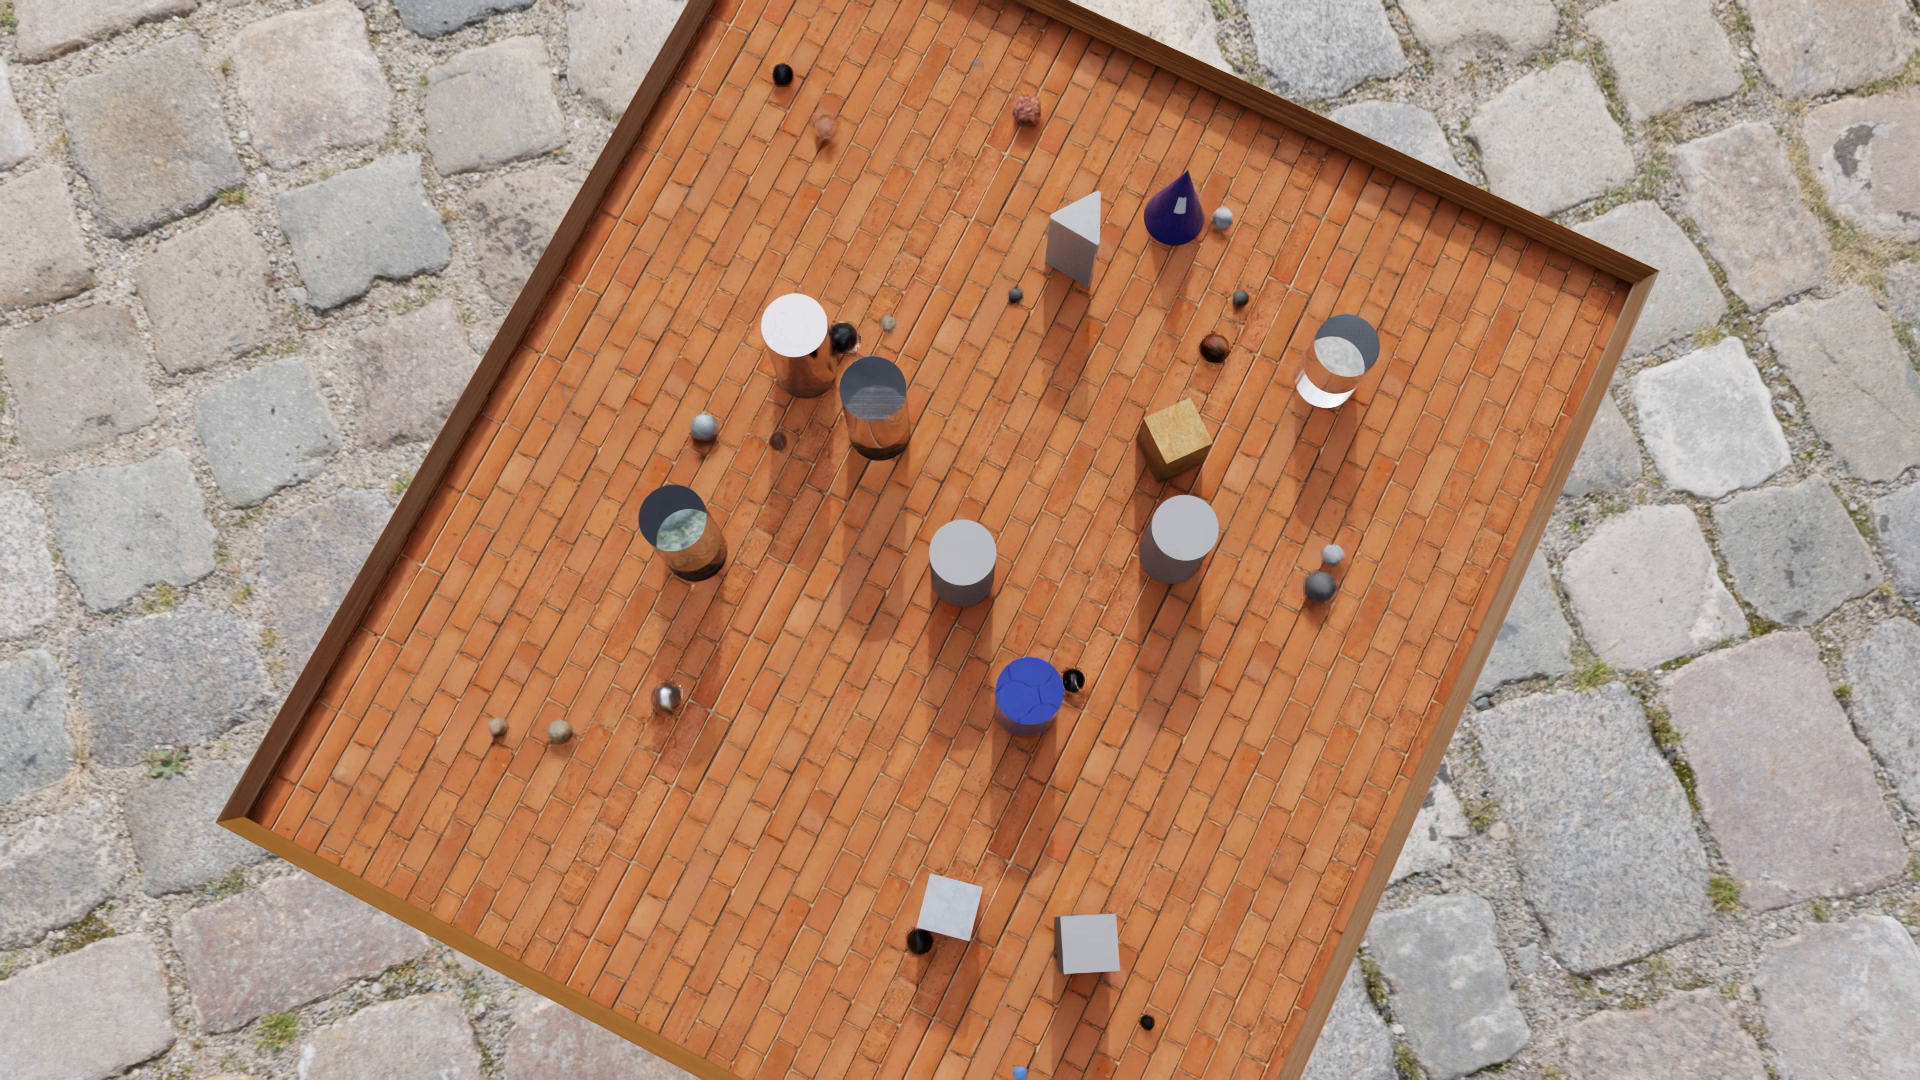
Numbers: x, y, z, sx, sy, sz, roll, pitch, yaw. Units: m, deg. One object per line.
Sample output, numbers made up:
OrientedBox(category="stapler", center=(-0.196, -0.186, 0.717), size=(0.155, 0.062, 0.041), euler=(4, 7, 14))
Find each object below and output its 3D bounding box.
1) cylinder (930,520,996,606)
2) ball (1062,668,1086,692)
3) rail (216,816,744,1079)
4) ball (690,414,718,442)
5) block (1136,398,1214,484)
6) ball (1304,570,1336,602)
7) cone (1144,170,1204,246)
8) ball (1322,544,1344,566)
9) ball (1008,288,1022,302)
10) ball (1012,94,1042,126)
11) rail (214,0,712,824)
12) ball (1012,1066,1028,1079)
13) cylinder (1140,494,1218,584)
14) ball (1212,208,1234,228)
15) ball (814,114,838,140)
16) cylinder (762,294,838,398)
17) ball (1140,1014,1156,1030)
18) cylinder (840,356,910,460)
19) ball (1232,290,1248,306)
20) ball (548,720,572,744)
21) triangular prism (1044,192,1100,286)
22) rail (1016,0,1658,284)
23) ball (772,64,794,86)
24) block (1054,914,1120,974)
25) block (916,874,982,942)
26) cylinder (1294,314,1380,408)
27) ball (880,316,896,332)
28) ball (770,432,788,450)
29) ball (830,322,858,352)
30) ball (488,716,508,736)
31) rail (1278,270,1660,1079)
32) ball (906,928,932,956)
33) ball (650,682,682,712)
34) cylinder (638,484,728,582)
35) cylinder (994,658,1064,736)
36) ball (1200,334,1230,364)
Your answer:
OrientedBox(category="cylinder", center=(0.008, 0.072, 5.419), size=(0.193, 0.358, 0.193), euler=(0, 78, 0))
OrientedBox(category="ball", center=(0.340, 0.421, 5.492), size=(0.073, 0.073, 0.073), euler=(0, 78, 0))
OrientedBox(category="rail", center=(-0.760, 1.495, 5.242), size=(3.114, 0.125, 0.045), euler=(26, 80, 5))
OrientedBox(category="ball", center=(-0.789, -0.347, 5.645), size=(0.085, 0.085, 0.085), euler=(0, 78, 0))
OrientedBox(category="block", center=(0.647, -0.299, 5.549), size=(0.154, 0.252, 0.154), euler=(-24, 79, -5))
OrientedBox(category="ball", center=(1.088, 0.141, 5.538), size=(0.096, 0.096, 0.096), euler=(0, 78, 0))
OrientedBox(category="cone", center=(0.681, -1.065, 5.647), size=(0.193, 0.372, 0.193), euler=(0, 78, 0))
OrientedBox(category="ball", center=(1.134, 0.045, 5.573), size=(0.068, 0.068, 0.068), euler=(0, 78, 0))
OrientedBox(category="ball", center=(0.174, -0.768, 5.752), size=(0.047, 0.047, 0.047), euler=(0, 78, 0))
OrientedBox(category="ball", center=(0.214, -1.374, 5.852), size=(0.096, 0.096, 0.096), euler=(0, 78, 0))
OrientedBox(category="rail", center=(-1.372, -0.665, 5.689), size=(0.045, 0.125, 3.445), euler=(26, 80, 5))
OrientedBox(category="ball", center=(0.173, 1.537, 5.277), size=(0.042, 0.042, 0.042), euler=(0, 78, 0))
OrientedBox(category="cylinder", center=(0.645, 0.002, 5.426), size=(0.193, 0.371, 0.193), euler=(0, 78, 0))
OrientedBox(category="ball", center=(0.831, -1.018, 5.792), size=(0.068, 0.068, 0.068), euler=(0, 78, 0))
OrientedBox(category="ball", center=(-0.427, -1.318, 5.849), size=(0.078, 0.078, 0.078), euler=(0, 78, 0))
OrientedBox(category="cylinder", center=(-0.479, -0.578, 5.516), size=(0.193, 0.432, 0.193), euler=(0, 78, 0))
OrientedBox(category="ball", center=(0.543, 1.395, 5.304), size=(0.046, 0.046, 0.046), euler=(0, 78, 0))
OrientedBox(category="cylinder", center=(-0.249, -0.386, 5.461), size=(0.193, 0.461, 0.193), euler=(0, 78, 0))
OrientedBox(category="ball", center=(0.879, -0.757, 5.747), size=(0.052, 0.052, 0.052), euler=(0, 78, 0))
OrientedBox(category="ball", center=(-1.192, 0.571, 5.461), size=(0.073, 0.073, 0.073), euler=(0, 78, 0))
OrientedBox(category="triangular prism", center=(0.376, -0.939, 5.620), size=(0.167, 0.373, 0.145), euler=(31, 80, 6))
OrientedBox(category="rail", center=(0.760, -1.481, 5.858), size=(3.114, 0.125, 0.045), euler=(26, 80, 5))
OrientedBox(category="ball", center=(-0.570, -1.497, 5.890), size=(0.070, 0.070, 0.070), euler=(0, 78, 0))
OrientedBox(category="block", center=(0.358, 1.145, 5.210), size=(0.154, 0.333, 0.154), euler=(-3, 78, -1))
OrientedBox(category="block", center=(-0.029, 1.059, 5.279), size=(0.154, 0.232, 0.154), euler=(14, 79, 3))
OrientedBox(category="cylinder", center=(1.140, -0.539, 5.559), size=(0.193, 0.332, 0.193), euler=(0, 78, 0))
OrientedBox(category="ball", center=(-0.223, -0.678, 5.731), size=(0.050, 0.050, 0.050), euler=(0, 78, 0))
OrientedBox(category="ball", center=(-0.559, -0.304, 5.651), size=(0.056, 0.056, 0.056), euler=(0, 78, 0))
OrientedBox(category="ball", center=(-0.364, -0.631, 5.699), size=(0.094, 0.094, 0.094), euler=(0, 78, 0))
OrientedBox(category="ball", center=(-1.380, 0.556, 5.472), size=(0.057, 0.057, 0.057), euler=(0, 78, 0))
OrientedBox(category="rail", center=(1.372, 0.678, 5.411), size=(0.045, 0.125, 3.445), euler=(26, 80, 5))
OrientedBox(category="ball", center=(-0.118, 1.169, 5.335), size=(0.077, 0.077, 0.077), euler=(0, 78, 0))
OrientedBox(category="ball", center=(-0.878, 0.470, 5.473), size=(0.091, 0.091, 0.091), euler=(0, 78, 0))
OrientedBox(category="cylinder", center=(-0.808, -0.015, 5.380), size=(0.193, 0.469, 0.193), euler=(0, 78, 0))
OrientedBox(category="cylinder", center=(0.197, 0.461, 5.344), size=(0.193, 0.347, 0.193), euler=(0, 78, 0))
OrientedBox(category="ball", center=(0.790, -0.594, 5.692), size=(0.094, 0.094, 0.094), euler=(0, 78, 0))
